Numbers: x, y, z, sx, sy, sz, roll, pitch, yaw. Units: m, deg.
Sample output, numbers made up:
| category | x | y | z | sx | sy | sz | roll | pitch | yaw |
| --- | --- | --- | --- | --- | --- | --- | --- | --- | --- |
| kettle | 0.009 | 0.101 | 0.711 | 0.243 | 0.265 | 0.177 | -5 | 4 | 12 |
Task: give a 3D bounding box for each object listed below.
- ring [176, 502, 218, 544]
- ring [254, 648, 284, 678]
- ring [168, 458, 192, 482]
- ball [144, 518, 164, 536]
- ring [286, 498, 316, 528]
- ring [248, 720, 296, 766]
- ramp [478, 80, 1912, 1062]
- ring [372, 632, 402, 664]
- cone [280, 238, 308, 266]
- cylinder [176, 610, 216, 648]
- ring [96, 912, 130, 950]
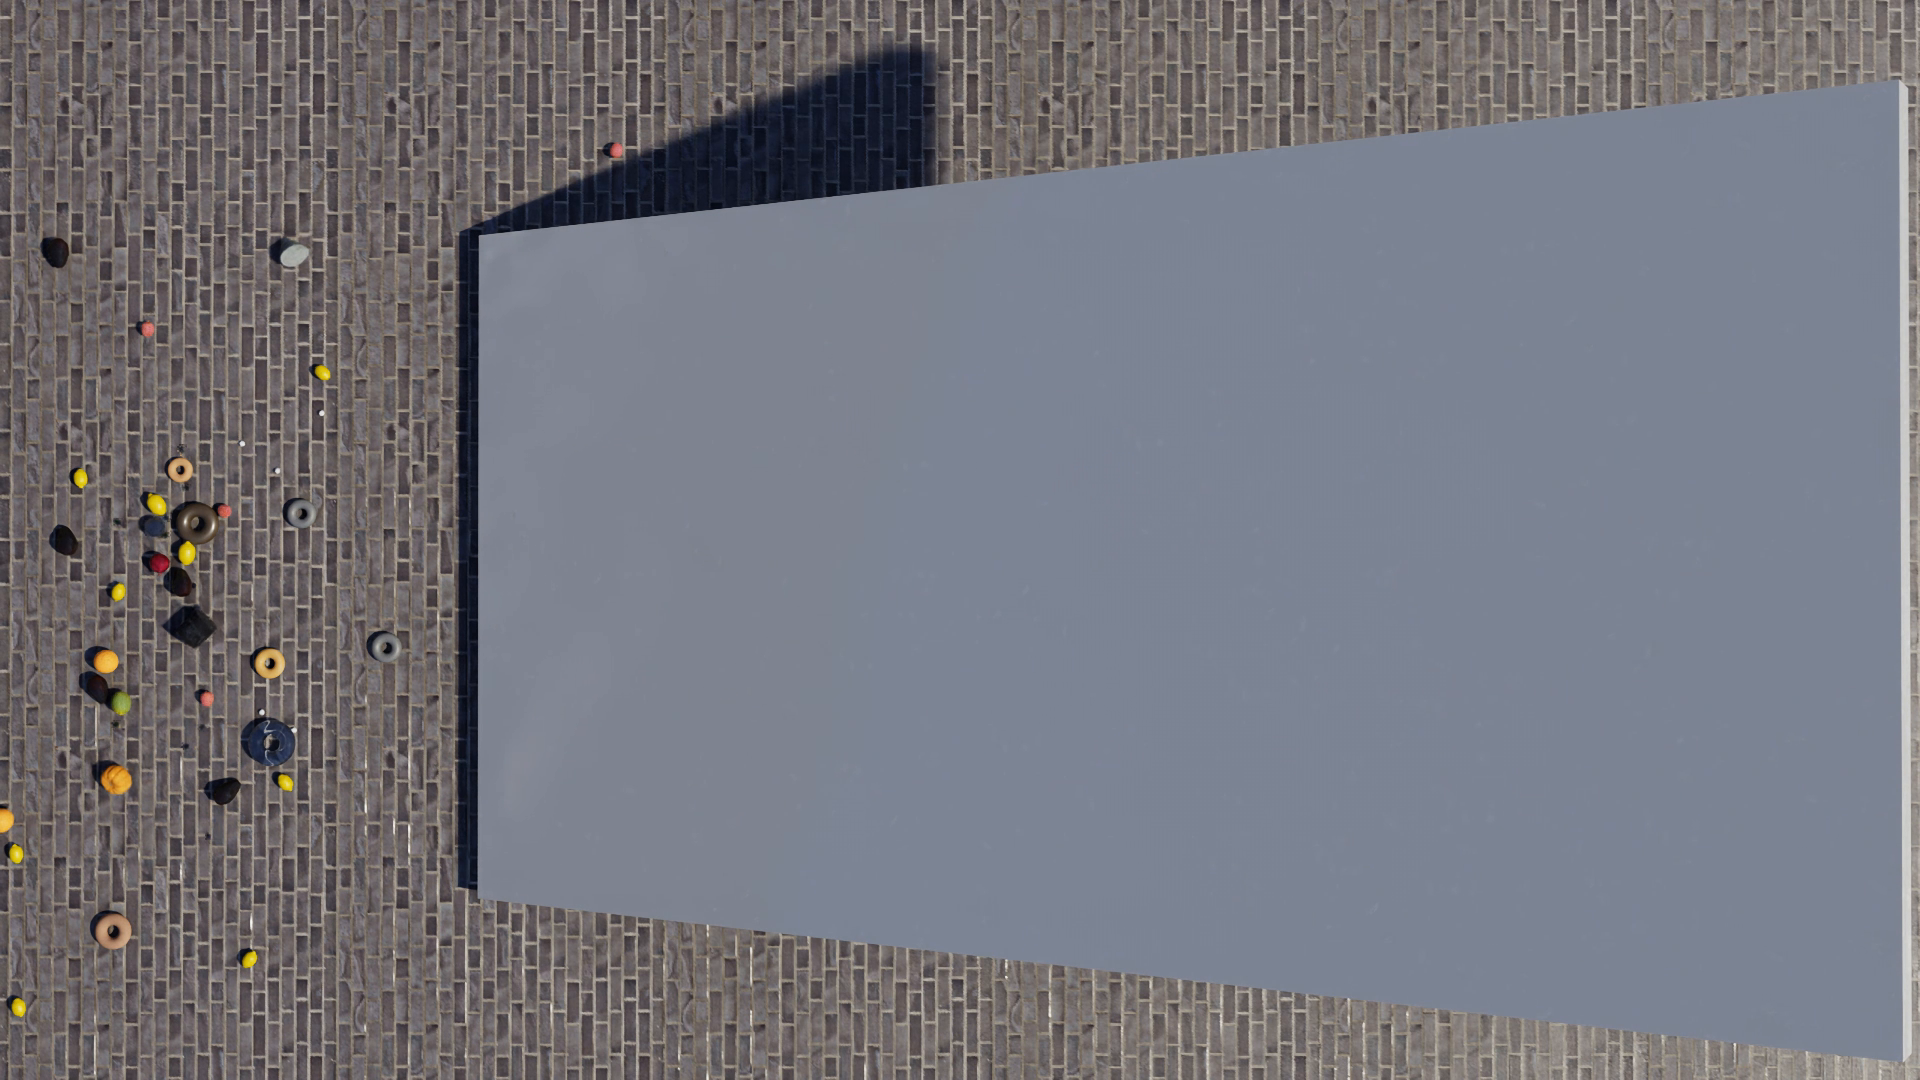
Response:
| category | x | y | z | sx | sy | sz | roll | pitch | yaw |
| --- | --- | --- | --- | --- | --- | --- | --- | --- | --- |
| ring | -2.321 | -0.050 | 6.696 | 0.129 | 0.043 | 0.129 | 0 | 90 | -1 |
| ring | -2.103 | 0.376 | 6.698 | 0.094 | 0.031 | 0.094 | 0 | 88 | 0 |
| ring | -2.378 | -0.214 | 6.706 | 0.077 | 0.026 | 0.077 | 0 | 90 | 1 |
| ball | -2.449 | -0.039 | 6.688 | 0.058 | 0.058 | 0.058 | 0 | 90 | 0 |
| ring | -2.007 | -0.080 | 6.703 | 0.091 | 0.030 | 0.091 | 0 | 91 | 0 |
| ring | -2.093 | 0.618 | 6.688 | 0.143 | 0.048 | 0.143 | 0 | 90 | -1 |
| ramp | 0.258 | 0.071 | 5.595 | 4.000 | 0.100 | 2.000 | 0 | 89 | 33 |
| ring | -1.747 | 0.328 | 6.699 | 0.094 | 0.031 | 0.094 | 0 | 91 | 0 |
| cone | -2.046 | -0.897 | 6.705 | 0.087 | 0.087 | 0.087 | -36 | 63 | 0 |
| cylinder | -2.316 | 0.270 | 6.673 | 0.083 | 0.083 | 0.083 | -43 | 90 | 0 |
| ring | -2.576 | 1.190 | 6.688 | 0.111 | 0.037 | 0.111 | 0 | 89 | 1 |
